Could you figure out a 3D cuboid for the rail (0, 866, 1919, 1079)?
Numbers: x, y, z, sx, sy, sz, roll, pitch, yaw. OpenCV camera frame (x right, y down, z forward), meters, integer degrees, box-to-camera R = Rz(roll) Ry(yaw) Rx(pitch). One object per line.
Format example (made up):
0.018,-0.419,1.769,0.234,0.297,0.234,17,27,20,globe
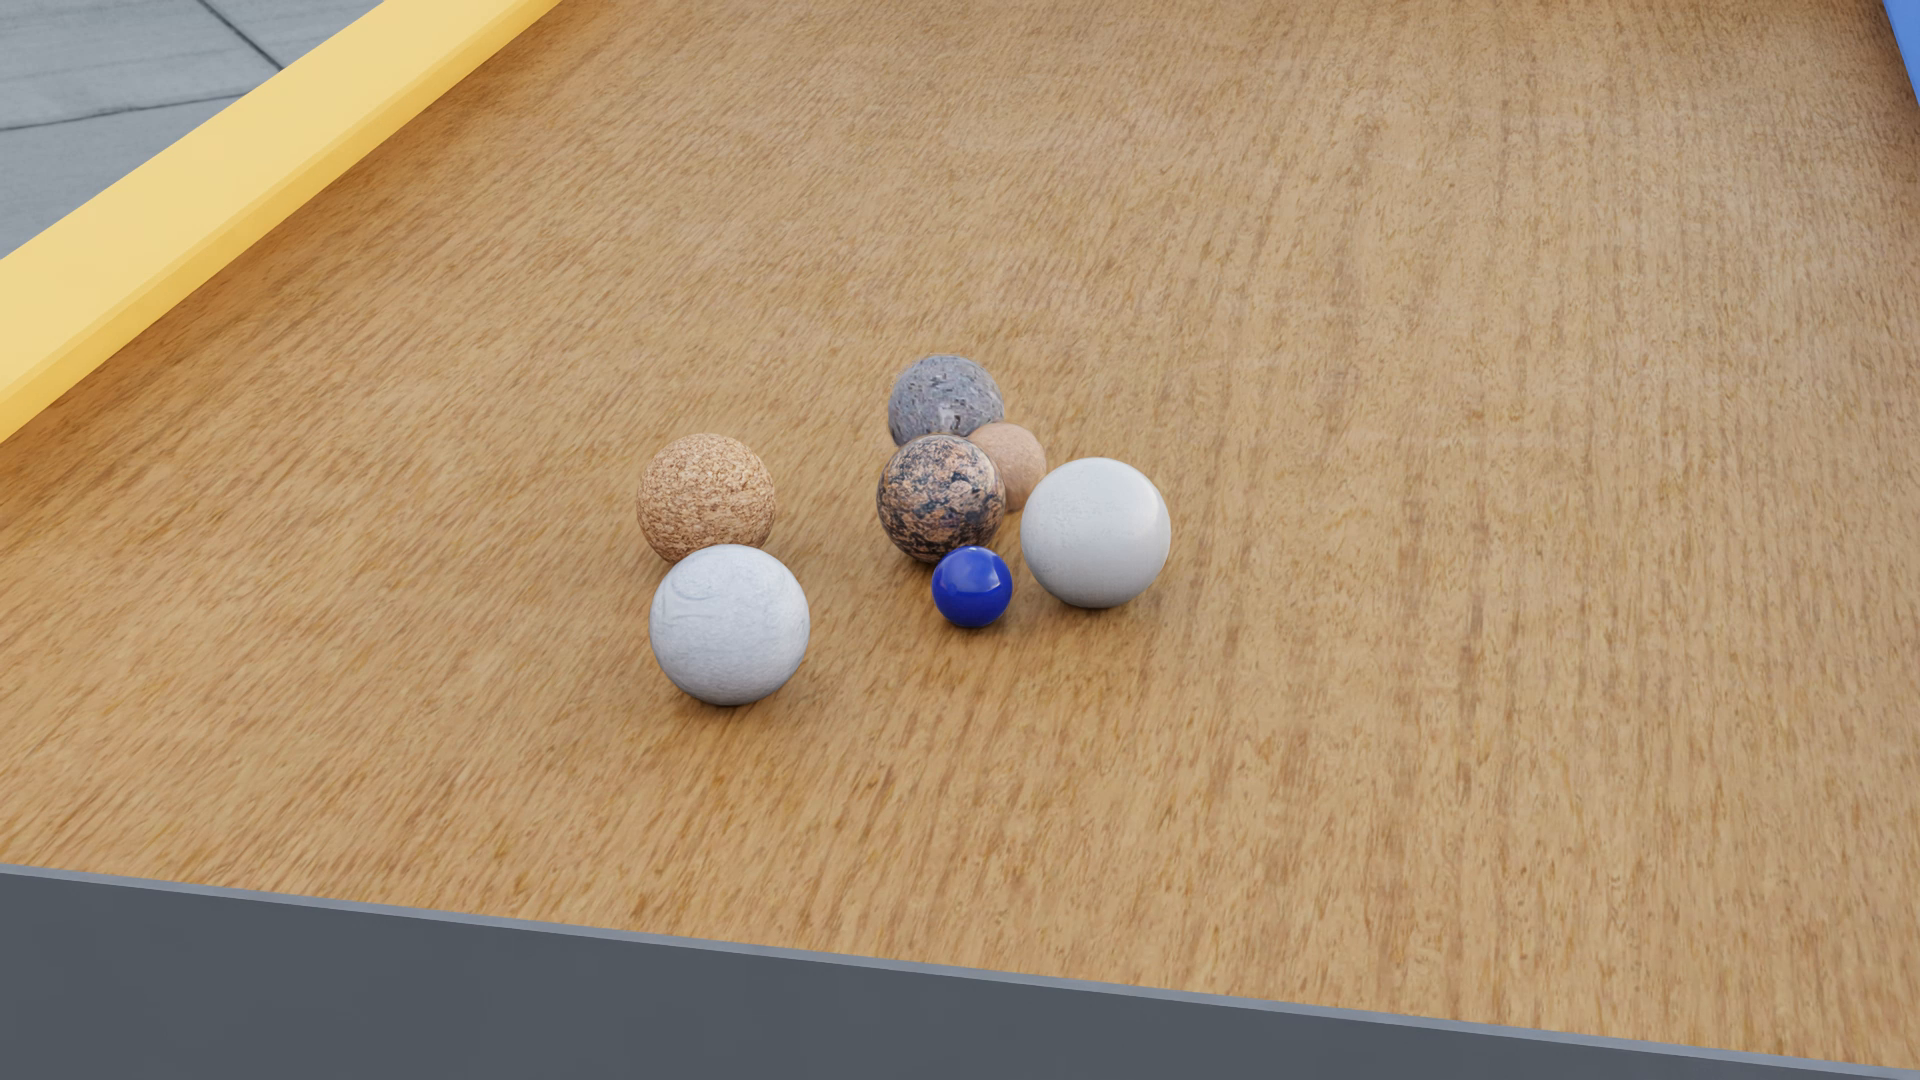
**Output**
-0.118,0.230,1.370,1.501,0.129,0.045,5,25,10,rail

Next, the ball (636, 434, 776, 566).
-0.169,-0.024,1.965,0.094,0.094,0.094,0,25,0,ball

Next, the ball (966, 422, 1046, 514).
0.028,-0.050,2.055,0.065,0.065,0.065,0,25,0,ball

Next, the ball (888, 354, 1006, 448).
-0.010,-0.091,2.108,0.084,0.084,0.084,0,25,0,ball

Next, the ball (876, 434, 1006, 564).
-0.013,-0.028,1.979,0.088,0.088,0.088,0,25,0,ball

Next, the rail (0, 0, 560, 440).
-0.590,-0.341,2.608,0.045,0.129,2.541,5,25,10,rail

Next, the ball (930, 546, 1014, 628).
0.008,0.030,1.895,0.053,0.053,0.053,0,25,0,ball

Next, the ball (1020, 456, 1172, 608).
0.088,-0.005,1.916,0.099,0.099,0.099,0,25,0,ball

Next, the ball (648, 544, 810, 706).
-0.140,0.052,1.793,0.099,0.099,0.099,0,25,0,ball

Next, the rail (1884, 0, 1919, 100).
0.835,-0.224,2.353,0.045,0.129,2.541,5,25,10,rail
